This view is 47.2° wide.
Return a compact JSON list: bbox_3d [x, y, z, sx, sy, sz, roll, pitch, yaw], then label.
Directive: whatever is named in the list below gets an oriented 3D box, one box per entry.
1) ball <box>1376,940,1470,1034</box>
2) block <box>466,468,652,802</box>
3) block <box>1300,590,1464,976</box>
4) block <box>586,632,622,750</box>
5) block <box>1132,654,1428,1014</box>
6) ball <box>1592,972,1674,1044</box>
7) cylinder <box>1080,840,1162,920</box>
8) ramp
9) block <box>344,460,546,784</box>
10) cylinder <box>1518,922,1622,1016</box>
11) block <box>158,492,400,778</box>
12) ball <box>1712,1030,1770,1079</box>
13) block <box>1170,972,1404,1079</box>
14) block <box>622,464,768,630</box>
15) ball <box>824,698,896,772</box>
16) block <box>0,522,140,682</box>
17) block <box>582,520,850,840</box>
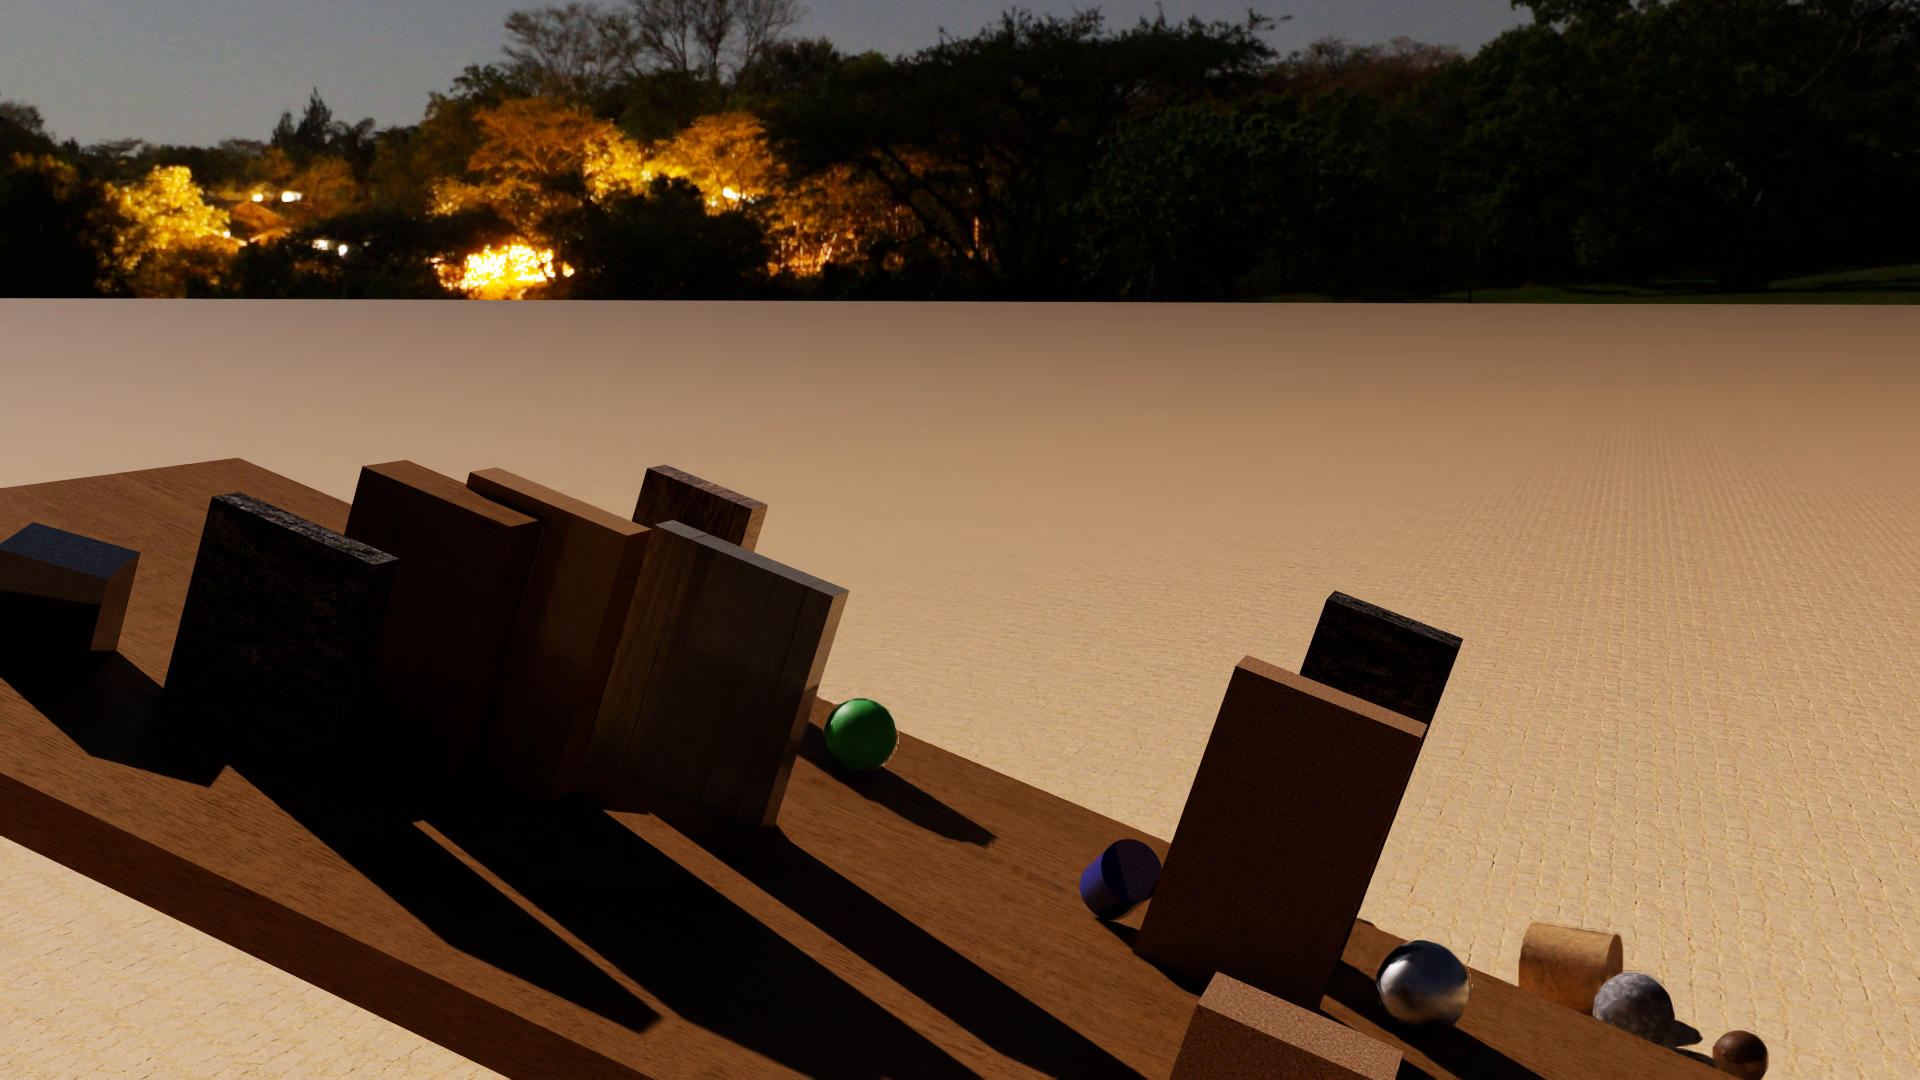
[{"bbox_3d":[0.916,0.886,4.354,0.182,0.182,0.182,0,7,0],"label":"ball"},{"bbox_3d":[-0.820,0.176,4.125,0.335,0.534,0.104,21,12,14],"label":"block"},{"bbox_3d":[0.771,0.501,4.534,0.277,0.735,0.123,21,12,14],"label":"block"},{"bbox_3d":[-0.711,0.309,4.486,0.204,0.204,0.204,11,14,-31],"label":"block"},{"bbox_3d":[0.614,0.579,4.248,0.369,0.611,0.127,21,12,14],"label":"block"},{"bbox_3d":[1.606,1.127,5.248,0.185,0.185,0.185,0,7,0],"label":"ball"},{"bbox_3d":[0.322,0.680,4.398,0.129,0.129,0.129,-2,-24,-19],"label":"cylinder"},{"bbox_3d":[-0.348,0.651,4.220,4.000,0.100,2.000,21,12,14],"label":"ramp"},{"bbox_3d":[-0.995,0.148,4.063,0.313,0.505,0.148,21,12,14],"label":"block"},{"bbox_3d":[1.535,1.081,5.527,0.209,0.209,0.209,4,8,29],"label":"cylinder"},{"bbox_3d":[-1.209,0.167,3.897,0.338,0.406,0.083,21,12,14],"label":"block"},{"bbox_3d":[1.784,1.184,5.027,0.124,0.124,0.124,0,7,0],"label":"ball"},{"bbox_3d":[0.403,0.870,3.064,0.278,0.430,0.146,21,12,14],"label":"block"},{"bbox_3d":[-0.650,0.066,5.170,0.276,0.411,0.099,21,12,14],"label":"block"},{"bbox_3d":[-0.218,0.425,4.803,0.159,0.159,0.159,0,7,0],"label":"ball"},{"bbox_3d":[-1.645,0.111,4.008,0.199,0.199,0.199,17,12,-8],"label":"block"},{"bbox_3d":[-0.477,0.270,4.270,0.387,0.509,0.087,21,12,14],"label":"block"}]
